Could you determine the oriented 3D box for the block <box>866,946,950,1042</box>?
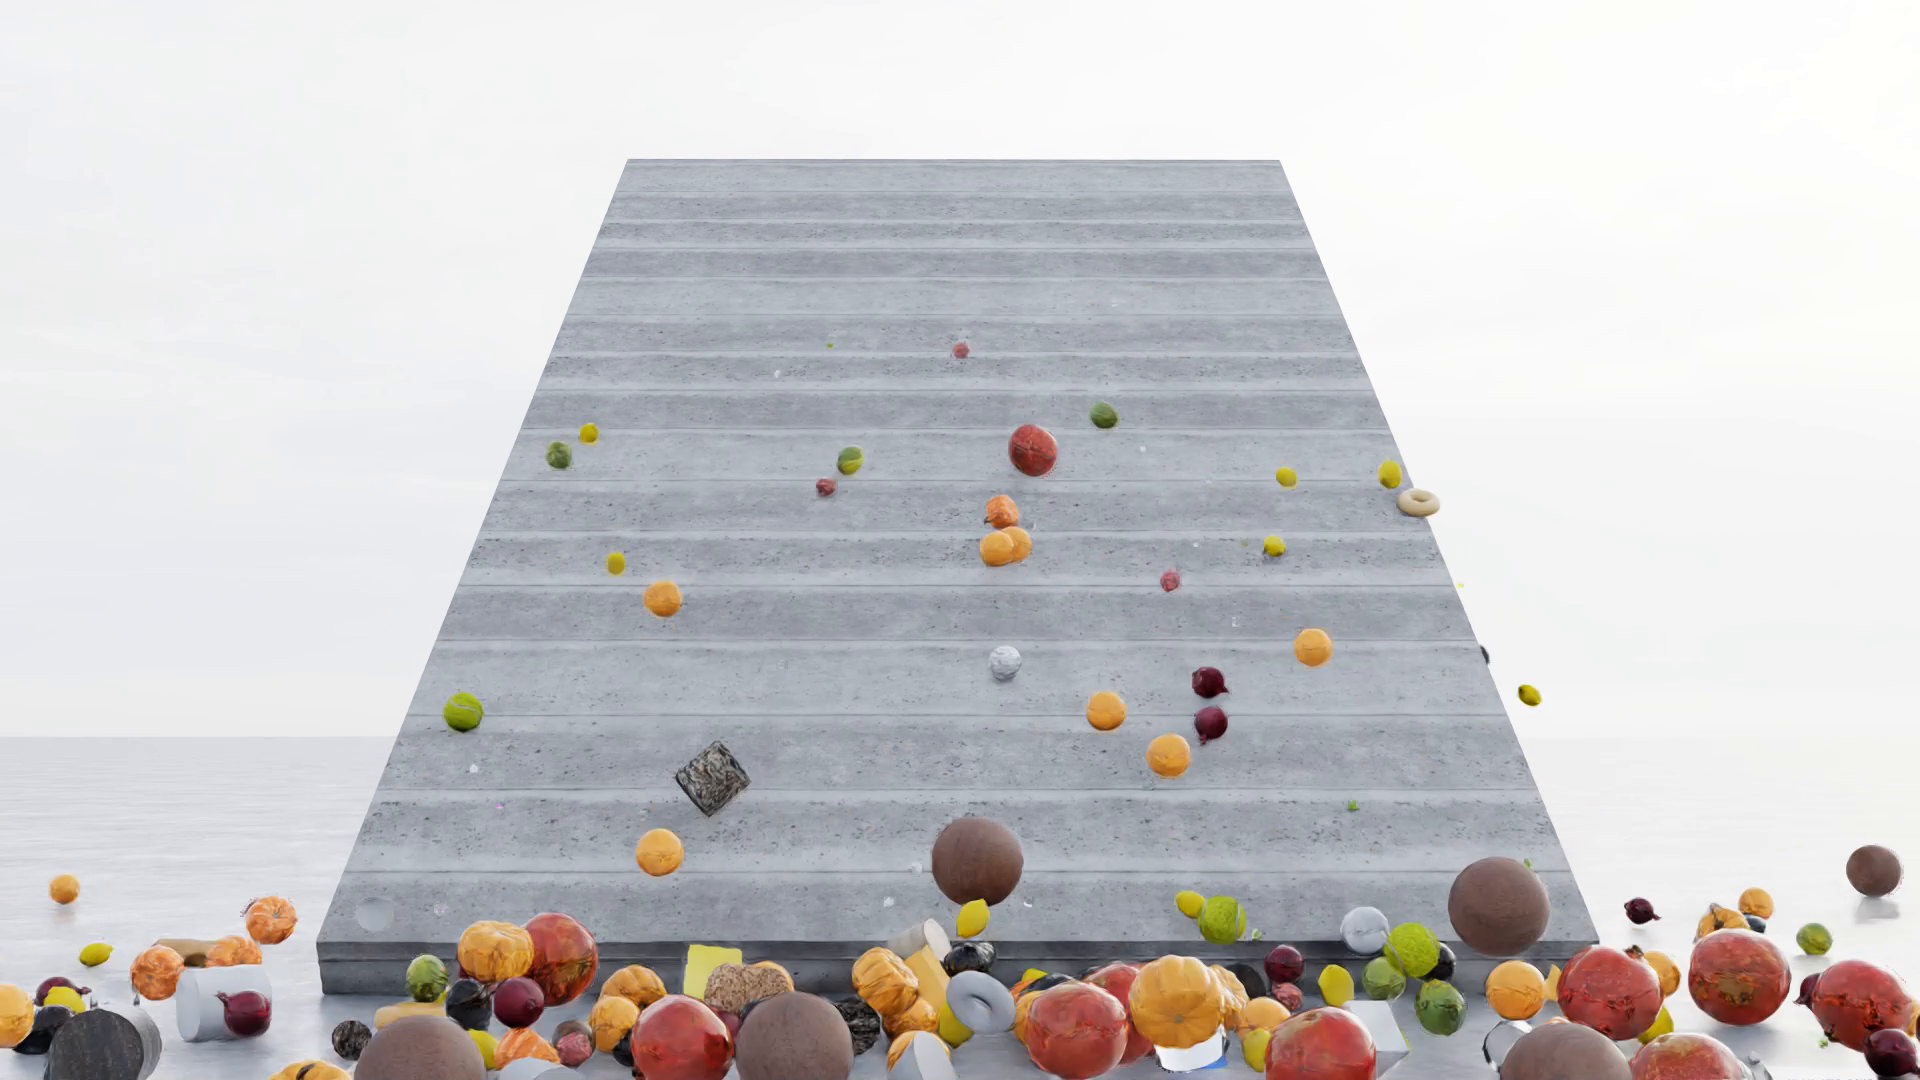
[{"bbox_3d":[-0.061,0.611,3.193,0.087,0.087,0.087,-34,-8,3],"label":"block"}]

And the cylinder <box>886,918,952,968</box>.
[{"bbox_3d":[-0.060,0.593,3.420,0.069,0.069,0.069,-29,-16,21],"label":"cylinder"}]

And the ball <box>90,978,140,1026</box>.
[{"bbox_3d":[-1.186,0.648,3.322,0.066,0.066,0.066,0,-5,0],"label":"ball"}]

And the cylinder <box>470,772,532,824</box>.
[{"bbox_3d":[-0.781,0.449,4.019,0.096,0.096,0.096,5,0,0],"label":"cylinder"}]

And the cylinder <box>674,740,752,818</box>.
[{"bbox_3d":[-0.412,0.398,3.935,0.093,0.093,0.093,-40,4,-13],"label":"cylinder"}]

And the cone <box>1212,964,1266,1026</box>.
[{"bbox_3d":[0.374,0.638,3.346,0.086,0.086,0.086,2,-3,-19],"label":"cone"}]

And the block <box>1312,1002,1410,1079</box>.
[{"bbox_3d":[0.461,0.577,2.722,0.066,0.066,0.066,9,-46,-38],"label":"block"}]

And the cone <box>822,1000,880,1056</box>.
[{"bbox_3d":[-0.136,0.643,3.054,0.076,0.076,0.076,0,-31,6],"label":"cone"}]

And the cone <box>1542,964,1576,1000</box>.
[{"bbox_3d":[0.885,0.649,3.514,0.050,0.050,0.050,-12,20,4],"label":"cone"}]

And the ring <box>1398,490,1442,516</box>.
[{"bbox_3d":[0.983,-0.079,5.055,0.094,0.031,0.094,1,28,-1],"label":"ring"}]

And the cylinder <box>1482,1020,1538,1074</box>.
[{"bbox_3d":[0.668,0.615,2.873,0.060,0.060,0.060,-2,-5,19],"label":"cylinder"}]

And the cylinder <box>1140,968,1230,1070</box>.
[{"bbox_3d":[0.270,0.576,2.842,0.088,0.088,0.088,-8,-41,-7],"label":"cylinder"}]

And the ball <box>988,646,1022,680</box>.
[{"bbox_3d":[0.084,0.228,4.403,0.063,0.063,0.063,0,-5,0],"label":"ball"}]

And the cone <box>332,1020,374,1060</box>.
[{"bbox_3d":[-0.777,0.643,2.994,0.053,0.053,0.053,3,-32,-34],"label":"cone"}]

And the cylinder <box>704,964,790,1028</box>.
[{"bbox_3d":[-0.291,0.623,3.234,0.082,0.082,0.082,-3,-5,37],"label":"cylinder"}]

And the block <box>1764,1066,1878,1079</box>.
[{"bbox_3d":[0.804,0.545,2.203,0.093,0.093,0.093,-1,-5,13],"label":"block"}]

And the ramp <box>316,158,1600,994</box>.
[{"bbox_3d":[-0.010,-0.227,5.491,2.000,0.100,4.000,0,27,0],"label":"ramp"}]

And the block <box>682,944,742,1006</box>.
[{"bbox_3d":[-0.361,0.639,3.455,0.077,0.077,0.077,7,-19,-3],"label":"block"}]

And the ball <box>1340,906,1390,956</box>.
[{"bbox_3d":[0.625,0.602,3.647,0.075,0.075,0.075,0,-5,0],"label":"ball"}]

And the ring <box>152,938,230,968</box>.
[{"bbox_3d":[-1.344,0.722,4.136,0.134,0.045,0.134,5,-9,1],"label":"ring"}]

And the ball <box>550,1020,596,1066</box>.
[{"bbox_3d":[-0.479,0.622,2.932,0.056,0.056,0.056,0,-5,0],"label":"ball"}]

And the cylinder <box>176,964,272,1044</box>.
[{"bbox_3d":[-0.986,0.620,3.167,0.097,0.097,0.097,3,-5,-38],"label":"cylinder"}]

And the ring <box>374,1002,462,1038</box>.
[{"bbox_3d":[-0.741,0.655,3.232,0.117,0.039,0.117,1,-5,0],"label":"ring"}]

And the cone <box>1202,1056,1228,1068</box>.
[{"bbox_3d":[0.295,0.612,2.936,0.077,0.077,0.077,0,-5,0],"label":"cone"}]

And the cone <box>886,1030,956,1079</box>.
[{"bbox_3d":[-0.064,0.604,2.612,0.092,0.092,0.092,-31,-13,14],"label":"cone"}]

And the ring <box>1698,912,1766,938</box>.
[{"bbox_3d":[1.561,0.778,4.781,0.131,0.044,0.131,1,-4,0],"label":"ring"}]

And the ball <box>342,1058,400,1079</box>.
[{"bbox_3d":[-0.632,0.587,2.534,0.062,0.062,0.062,0,-5,0],"label":"ball"}]

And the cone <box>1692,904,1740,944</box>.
[{"bbox_3d":[1.452,0.765,4.597,0.087,0.087,0.087,-27,5,-21],"label":"cone"}]

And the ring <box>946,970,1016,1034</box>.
[{"bbox_3d":[0.026,0.577,2.951,0.094,0.094,0.031,-3,31,34],"label":"ring"}]

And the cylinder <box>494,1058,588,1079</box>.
[{"bbox_3d":[-0.416,0.562,2.357,0.082,0.082,0.082,3,-5,-31],"label":"cylinder"}]

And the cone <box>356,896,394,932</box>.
[{"bbox_3d":[-0.922,0.583,3.723,0.057,0.057,0.057,2,2,-18],"label":"cone"}]

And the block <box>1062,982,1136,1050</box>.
[{"bbox_3d":[0.184,0.627,3.127,0.077,0.077,0.077,-2,-5,19],"label":"block"}]
